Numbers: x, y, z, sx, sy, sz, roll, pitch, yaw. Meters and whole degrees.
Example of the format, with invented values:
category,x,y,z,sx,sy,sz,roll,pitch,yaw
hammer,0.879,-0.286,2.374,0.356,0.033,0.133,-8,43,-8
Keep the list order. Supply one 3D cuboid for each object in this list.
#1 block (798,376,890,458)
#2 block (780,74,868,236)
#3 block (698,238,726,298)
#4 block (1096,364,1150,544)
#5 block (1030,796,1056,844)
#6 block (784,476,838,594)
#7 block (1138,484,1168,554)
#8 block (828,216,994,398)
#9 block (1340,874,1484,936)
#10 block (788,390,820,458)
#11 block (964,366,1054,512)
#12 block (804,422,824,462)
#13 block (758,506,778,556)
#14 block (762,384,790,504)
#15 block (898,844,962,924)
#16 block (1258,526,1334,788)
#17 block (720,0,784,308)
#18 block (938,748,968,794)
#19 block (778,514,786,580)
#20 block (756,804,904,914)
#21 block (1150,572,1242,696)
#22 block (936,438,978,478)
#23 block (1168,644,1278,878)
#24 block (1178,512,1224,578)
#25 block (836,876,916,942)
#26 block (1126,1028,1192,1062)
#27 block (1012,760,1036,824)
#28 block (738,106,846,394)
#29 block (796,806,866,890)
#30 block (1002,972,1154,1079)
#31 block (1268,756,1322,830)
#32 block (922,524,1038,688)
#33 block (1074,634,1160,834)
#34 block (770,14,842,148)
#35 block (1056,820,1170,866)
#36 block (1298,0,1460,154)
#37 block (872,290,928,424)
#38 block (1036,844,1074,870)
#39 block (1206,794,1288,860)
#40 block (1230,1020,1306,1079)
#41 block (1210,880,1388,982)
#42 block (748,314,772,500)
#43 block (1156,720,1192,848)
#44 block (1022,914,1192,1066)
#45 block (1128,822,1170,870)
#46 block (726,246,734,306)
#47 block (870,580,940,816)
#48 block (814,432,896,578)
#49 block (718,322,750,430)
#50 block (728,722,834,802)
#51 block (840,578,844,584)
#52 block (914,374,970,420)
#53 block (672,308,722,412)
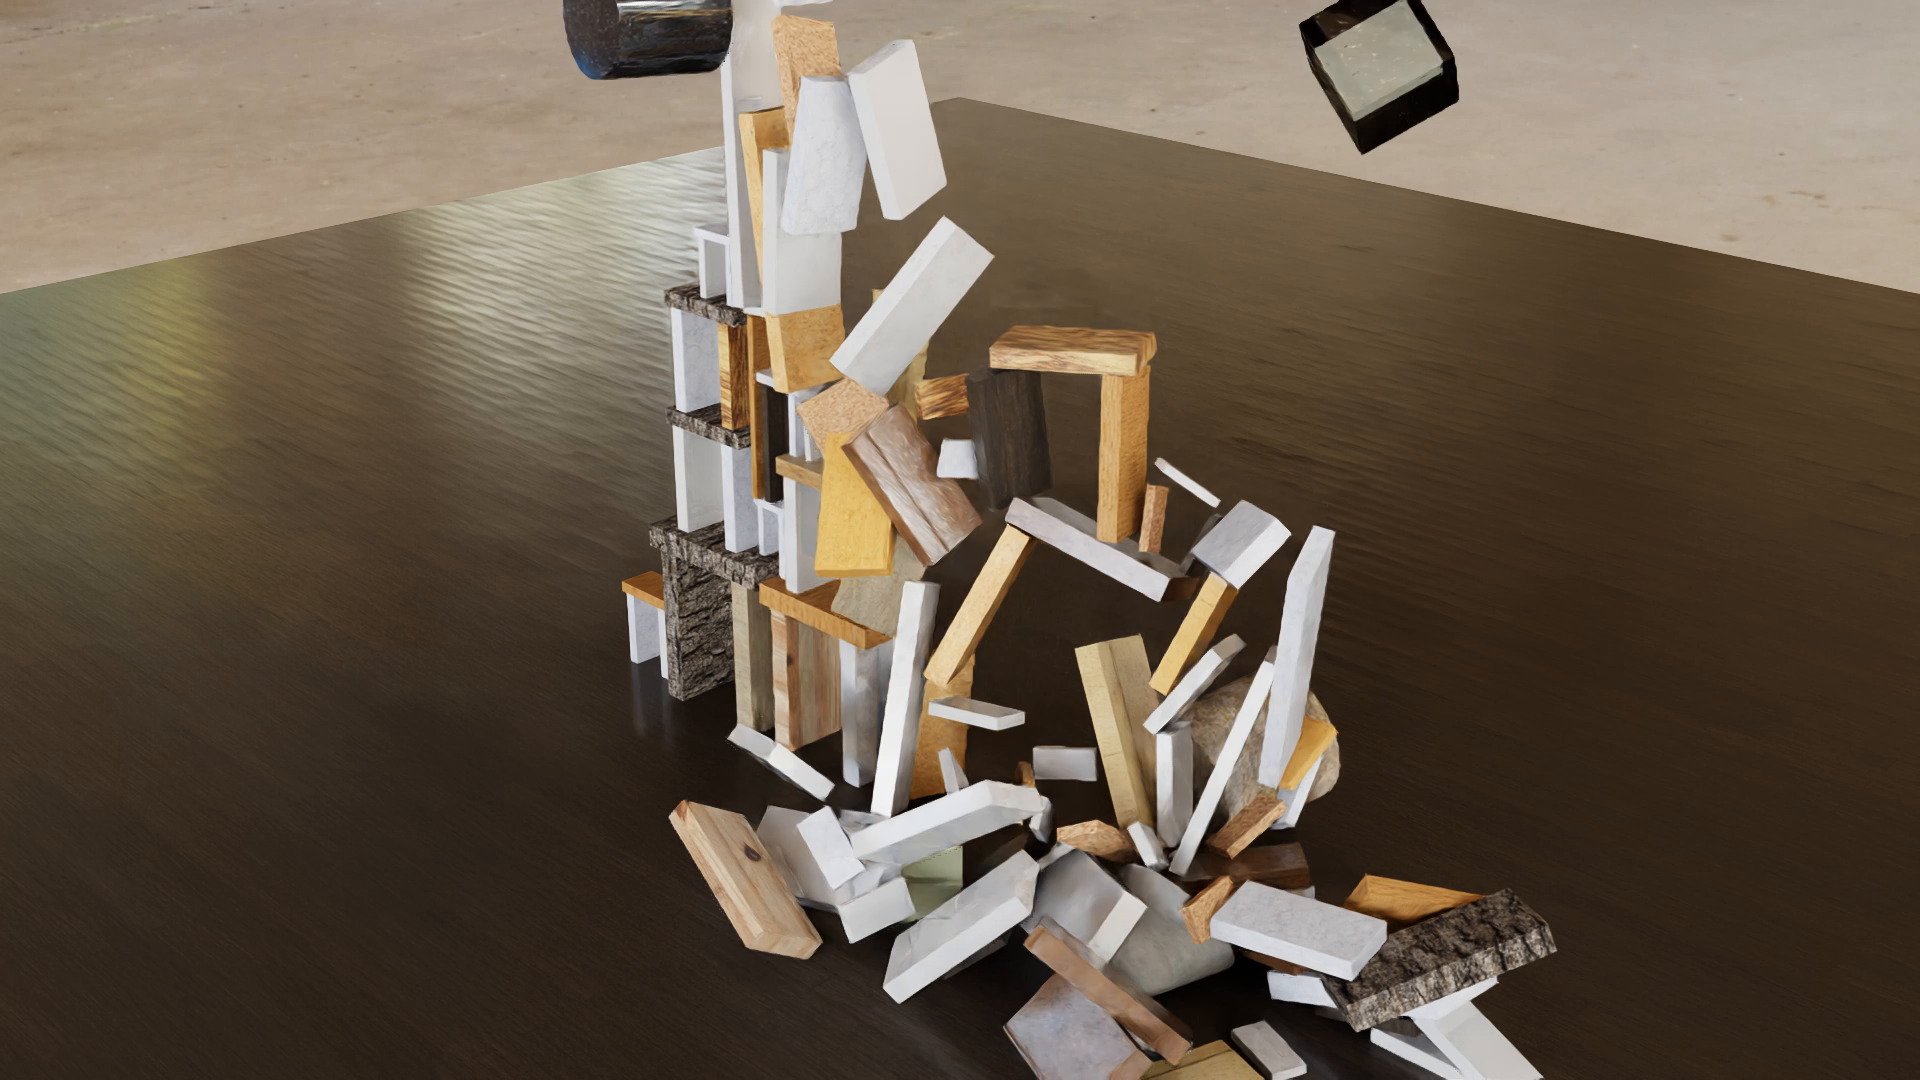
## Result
category,x,y,z,sx,sy,sz,roll,pitch,yaw
block,-0.173,-0.165,4.188,0.157,0.044,0.314,-31,63,4
block,-0.246,-0.724,4.133,0.148,0.295,0.042,-12,34,-38
block,-0.508,-0.568,4.539,0.018,0.127,0.063,21,31,40
block,0.293,-0.157,3.945,0.038,0.301,0.134,8,17,25
block,0.153,0.513,4.033,0.017,0.060,0.121,14,-17,16
block,-0.303,-0.025,4.545,0.125,0.250,0.035,-21,31,-41
block,0.351,-0.038,3.990,0.017,0.121,0.061,8,2,27
block,-0.089,-0.432,4.105,0.042,0.341,0.148,42,7,32
block,0.793,0.646,3.770,0.263,0.131,0.037,12,47,-11
block,-0.316,-0.241,4.471,0.067,0.133,0.019,-21,32,-40
block,0.091,-0.197,4.028,0.134,0.268,0.038,-23,33,-24
block,-0.290,-0.217,4.445,0.053,0.105,0.015,-22,29,-40
block,-0.399,-0.027,4.649,0.055,0.111,0.016,-20,30,-39
block,-0.375,-0.208,4.551,0.067,0.261,0.019,-20,30,-39
block,-0.083,0.619,4.135,0.130,0.130,0.130,-13,26,-28
block,0.579,0.212,3.809,0.036,0.556,0.129,19,50,17
block,-0.406,-0.821,4.368,0.126,0.709,0.036,-14,20,-36
block,-0.003,0.459,4.038,0.023,0.082,0.164,-26,27,5
block,-0.353,0.009,4.605,0.055,0.143,0.016,-20,31,-39
block,-0.258,0.601,4.097,0.328,0.047,0.164,5,60,38
block,0.430,0.148,3.913,0.036,0.257,0.129,34,30,16
block,0.025,-0.149,4.059,0.139,0.069,0.020,1,17,-35
block,0.476,0.393,3.907,0.030,0.436,0.105,25,19,10
block,0.442,0.011,3.949,0.017,0.122,0.061,37,15,32
block,-0.149,0.663,3.943,0.138,0.069,0.020,-21,3,-34
block,0.319,0.854,3.707,0.132,0.019,0.066,8,13,18
block,0.113,0.472,4.115,0.023,0.082,0.164,17,6,-3
block,-0.324,-0.574,4.332,0.157,0.548,0.044,-20,22,-38
block,-0.232,0.556,3.977,0.069,0.020,0.138,-33,70,2
block,0.186,0.815,3.550,0.153,0.043,0.307,-46,24,-2
block,0.617,0.464,4.065,0.021,0.146,0.073,32,-22,-15
block,0.047,0.111,4.159,0.047,0.335,0.167,31,15,6
block,0.316,0.357,4.063,0.047,0.349,0.167,-17,-6,34
block,-0.281,-0.866,4.179,0.126,0.251,0.036,-2,-11,-42
block,0.278,0.547,3.936,0.076,0.021,0.351,-16,-22,22
block,0.654,-0.743,3.424,0.173,0.173,0.173,-29,-17,8
block,-0.135,-0.311,4.356,0.039,0.347,0.139,-3,16,-42
block,0.182,0.561,3.964,0.060,0.017,0.121,-26,-10,-43
block,0.525,0.523,4.027,0.146,0.021,0.073,-38,19,-18
block,0.519,0.862,3.706,0.066,0.019,0.135,-10,25,-22
block,0.568,0.654,3.696,0.263,0.037,0.131,12,30,34
block,-0.405,-0.277,4.548,0.059,0.397,0.017,-18,30,-37
block,0.391,0.445,4.007,0.030,0.210,0.105,3,10,26
block,0.242,0.731,3.588,0.307,0.043,0.153,38,1,7
block,0.336,0.544,3.896,0.021,0.076,0.151,-28,-16,8
block,-0.447,-0.545,4.485,0.018,0.127,0.063,22,31,39
block,-0.101,0.294,4.127,0.039,0.434,0.137,9,1,12
block,-0.187,-0.067,4.083,0.137,0.274,0.039,-1,-21,13
block,-0.445,-0.353,4.568,0.032,0.227,0.113,21,31,40
block,-0.347,0.426,4.231,0.039,0.139,0.278,-54,19,-10
block,-0.184,0.021,4.439,0.125,0.250,0.035,-21,31,-40
block,-0.015,-0.266,4.047,0.139,0.069,0.020,-11,11,-27
block,-0.553,-0.394,4.665,0.032,0.227,0.113,21,31,40
